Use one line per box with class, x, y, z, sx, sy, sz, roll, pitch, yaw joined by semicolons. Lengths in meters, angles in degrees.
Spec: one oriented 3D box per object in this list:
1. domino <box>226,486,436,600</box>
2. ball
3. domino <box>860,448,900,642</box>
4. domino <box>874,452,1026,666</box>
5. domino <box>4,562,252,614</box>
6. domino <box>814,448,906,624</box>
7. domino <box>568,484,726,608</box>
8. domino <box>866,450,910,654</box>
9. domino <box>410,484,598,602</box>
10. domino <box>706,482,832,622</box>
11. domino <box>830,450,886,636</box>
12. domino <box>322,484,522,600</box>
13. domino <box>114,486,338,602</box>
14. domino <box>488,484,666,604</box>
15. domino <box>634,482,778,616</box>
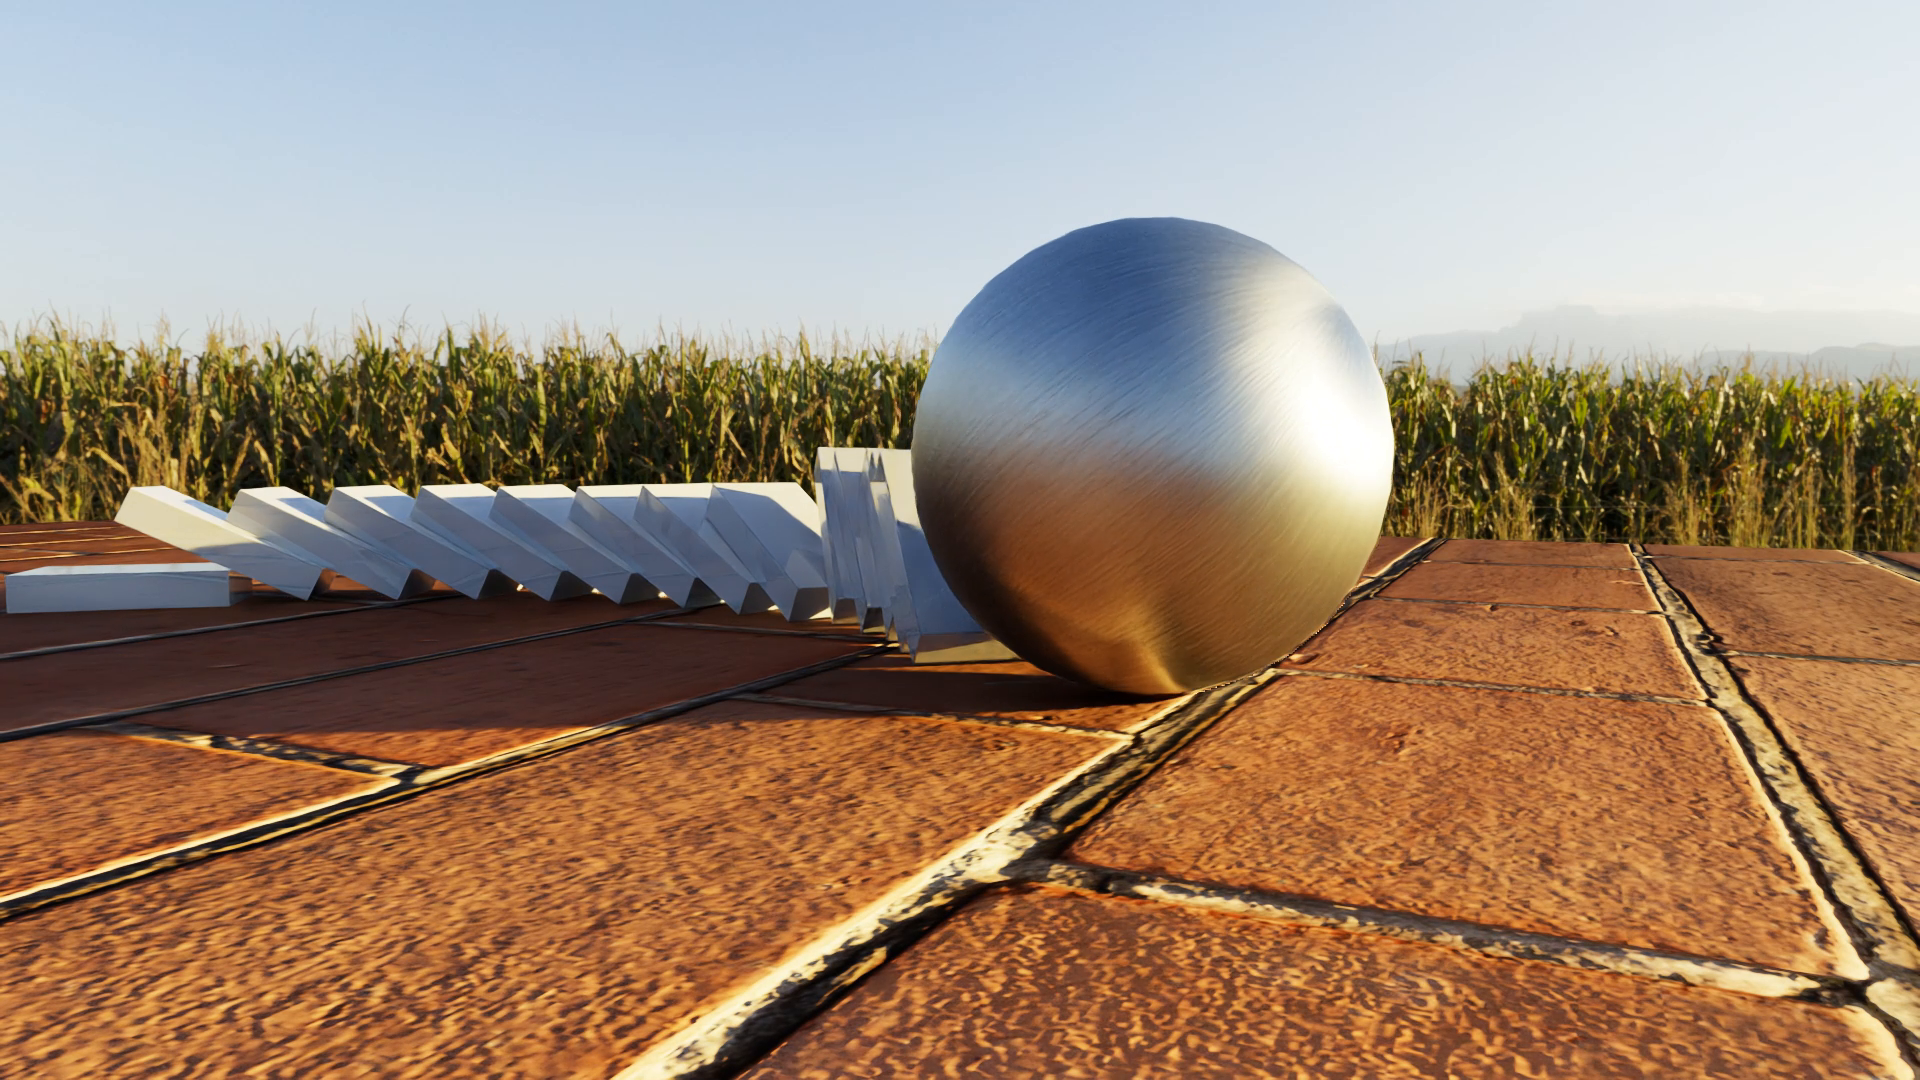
domino;-0.174;0.001;0.359;0.050;0.009;0.025;25;3;-4
ball;0.032;-0.014;0.218;0.080;0.080;0.080;0;4;0
domino;-0.007;0.000;0.290;0.025;0.009;0.050;0;47;-14
domino;-0.001;0.002;0.262;0.025;0.009;0.050;-1;47;-15
domino;-0.219;0.012;0.341;0.050;0.009;0.025;-1;4;-16
domino;-0.021;-0.002;0.315;0.025;0.009;0.050;0;47;-14
domino;-0.081;0.001;0.351;0.050;0.009;0.025;33;21;28
domino;-0.004;0.001;0.276;0.025;0.009;0.050;-1;47;-15
domino;-0.126;0.000;0.363;0.050;0.009;0.025;29;12;14
domino;-0.043;0.002;0.328;0.025;0.010;0.050;-3;33;-37
domino;-0.014;-0.001;0.302;0.025;0.009;0.050;-2;47;-16
domino;-0.150;0.000;0.363;0.050;0.010;0.025;27;8;6
domino;-0.198;0.001;0.349;0.050;0.010;0.025;26;-3;-15
domino;-0.104;0.000;0.358;0.050;0.010;0.025;30;15;20
domino;-0.062;0.001;0.340;0.050;0.010;0.025;37;26;33
